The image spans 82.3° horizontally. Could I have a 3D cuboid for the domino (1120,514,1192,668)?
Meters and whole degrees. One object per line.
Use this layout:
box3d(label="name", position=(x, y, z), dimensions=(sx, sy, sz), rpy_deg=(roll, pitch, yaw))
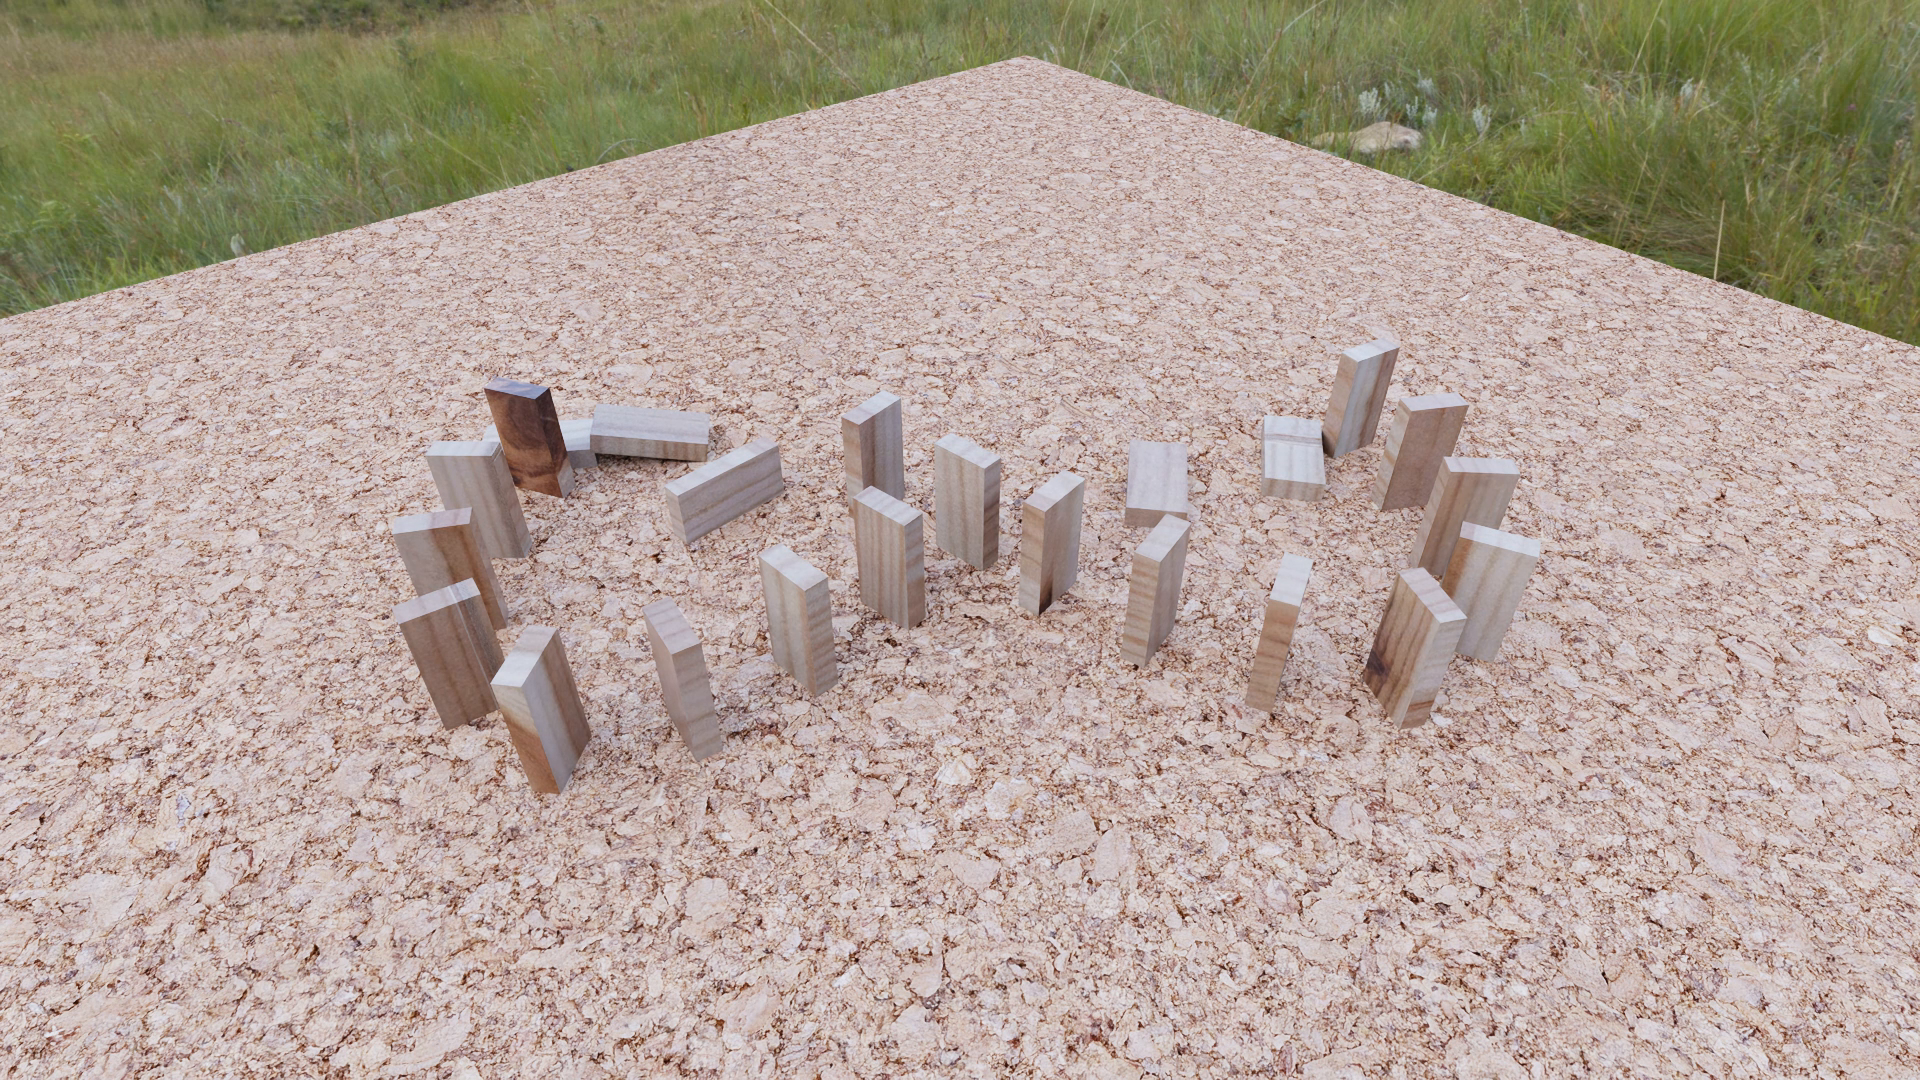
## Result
box3d(label="domino", position=(0.069, 0.018, 0.389), dimensions=(0.010, 0.050, 0.025), rpy_deg=(23, 45, 25))

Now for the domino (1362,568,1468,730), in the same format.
box3d(label="domino", position=(0.150, 0.037, 0.367), dimensions=(0.009, 0.050, 0.025), rpy_deg=(-9, 40, -10))

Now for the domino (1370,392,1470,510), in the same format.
box3d(label="domino", position=(0.190, -0.036, 0.455), dimensions=(0.025, 0.050, 0.009), rpy_deg=(-7, 40, -8))

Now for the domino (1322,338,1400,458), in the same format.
box3d(label="domino", position=(0.176, -0.063, 0.488), dimensions=(0.025, 0.050, 0.010), rpy_deg=(-20, 43, -23))

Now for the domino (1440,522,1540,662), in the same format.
box3d(label="domino", position=(0.183, 0.019, 0.388), dimensions=(0.025, 0.050, 0.009), rpy_deg=(17, 42, 20))

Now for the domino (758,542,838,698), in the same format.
box3d(label="domino", position=(-0.055, 0.028, 0.377), dimensions=(0.009, 0.050, 0.025), rpy_deg=(-32, 49, -33))

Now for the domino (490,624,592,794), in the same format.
box3d(label="domino", position=(-0.131, 0.054, 0.346), dimensions=(0.009, 0.050, 0.025), rpy_deg=(5, 40, 6))

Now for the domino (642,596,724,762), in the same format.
box3d(label="domino", position=(-0.089, 0.045, 0.356), dimensions=(0.010, 0.050, 0.025), rpy_deg=(-22, 44, -25))

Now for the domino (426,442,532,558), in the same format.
box3d(label="domino", position=(-0.187, -0.015, 0.430), dimensions=(0.025, 0.050, 0.009), rpy_deg=(1, 39, 1))

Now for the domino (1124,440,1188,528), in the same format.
box3d(label="domino", position=(0.085, -0.024, 0.473), dimensions=(0.025, 0.009, 0.050), rpy_deg=(6, 40, 7))

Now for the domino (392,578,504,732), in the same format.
box3d(label="domino", position=(-0.166, 0.038, 0.365), dimensions=(0.025, 0.050, 0.009), rpy_deg=(-23, 45, -26))

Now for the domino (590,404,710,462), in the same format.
box3d(label="domino", position=(-0.139, -0.048, 0.495), dimensions=(0.050, 0.010, 0.025), rpy_deg=(4, 38, -13))

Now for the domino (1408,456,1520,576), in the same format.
box3d(label="domino", position=(0.192, -0.008, 0.421), dimensions=(0.025, 0.050, 0.009), rpy_deg=(2, 39, 3))

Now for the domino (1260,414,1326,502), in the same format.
box3d(label="domino", position=(0.147, -0.037, 0.488), dimensions=(0.025, 0.010, 0.050), rpy_deg=(7, 40, 9))

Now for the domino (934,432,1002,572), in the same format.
box3d(label="domino", position=(0.003, -0.014, 0.429), dimensions=(0.025, 0.050, 0.010), rpy_deg=(29, 47, 31))

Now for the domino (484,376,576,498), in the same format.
box3d(label="domino", position=(-0.181, -0.043, 0.464), dimensions=(0.025, 0.050, 0.010), rpy_deg=(13, 41, 16))

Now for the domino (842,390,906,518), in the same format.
box3d(label="domino", position=(-0.035, -0.033, 0.452), dimensions=(0.010, 0.050, 0.025), rpy_deg=(27, 46, 29))

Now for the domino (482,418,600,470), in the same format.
box3d(label="domino", position=(-0.188, -0.042, 0.495), dimensions=(0.050, 0.010, 0.025), rpy_deg=(-4, 40, -5))

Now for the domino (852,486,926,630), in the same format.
box3d(label="domino", position=(-0.026, 0.007, 0.403), dimensions=(0.025, 0.050, 0.009), rpy_deg=(28, 47, 30))

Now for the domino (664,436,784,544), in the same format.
box3d(label="domino", position=(-0.097, -0.021, 0.457), dimensions=(0.010, 0.025, 0.050), rpy_deg=(32, 49, 33))

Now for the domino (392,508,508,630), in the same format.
box3d(label="domino", position=(-0.182, 0.013, 0.396), dimensions=(0.025, 0.050, 0.010), rpy_deg=(-9, 40, -10))

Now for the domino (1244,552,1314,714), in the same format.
box3d(label="domino", position=(0.108, 0.032, 0.373), dimensions=(0.010, 0.050, 0.025), rpy_deg=(16, 42, 18))

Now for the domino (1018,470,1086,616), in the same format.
box3d(label="domino", position=(0.034, 0.001, 0.410), dimensions=(0.009, 0.050, 0.025), rpy_deg=(27, 47, 29))
